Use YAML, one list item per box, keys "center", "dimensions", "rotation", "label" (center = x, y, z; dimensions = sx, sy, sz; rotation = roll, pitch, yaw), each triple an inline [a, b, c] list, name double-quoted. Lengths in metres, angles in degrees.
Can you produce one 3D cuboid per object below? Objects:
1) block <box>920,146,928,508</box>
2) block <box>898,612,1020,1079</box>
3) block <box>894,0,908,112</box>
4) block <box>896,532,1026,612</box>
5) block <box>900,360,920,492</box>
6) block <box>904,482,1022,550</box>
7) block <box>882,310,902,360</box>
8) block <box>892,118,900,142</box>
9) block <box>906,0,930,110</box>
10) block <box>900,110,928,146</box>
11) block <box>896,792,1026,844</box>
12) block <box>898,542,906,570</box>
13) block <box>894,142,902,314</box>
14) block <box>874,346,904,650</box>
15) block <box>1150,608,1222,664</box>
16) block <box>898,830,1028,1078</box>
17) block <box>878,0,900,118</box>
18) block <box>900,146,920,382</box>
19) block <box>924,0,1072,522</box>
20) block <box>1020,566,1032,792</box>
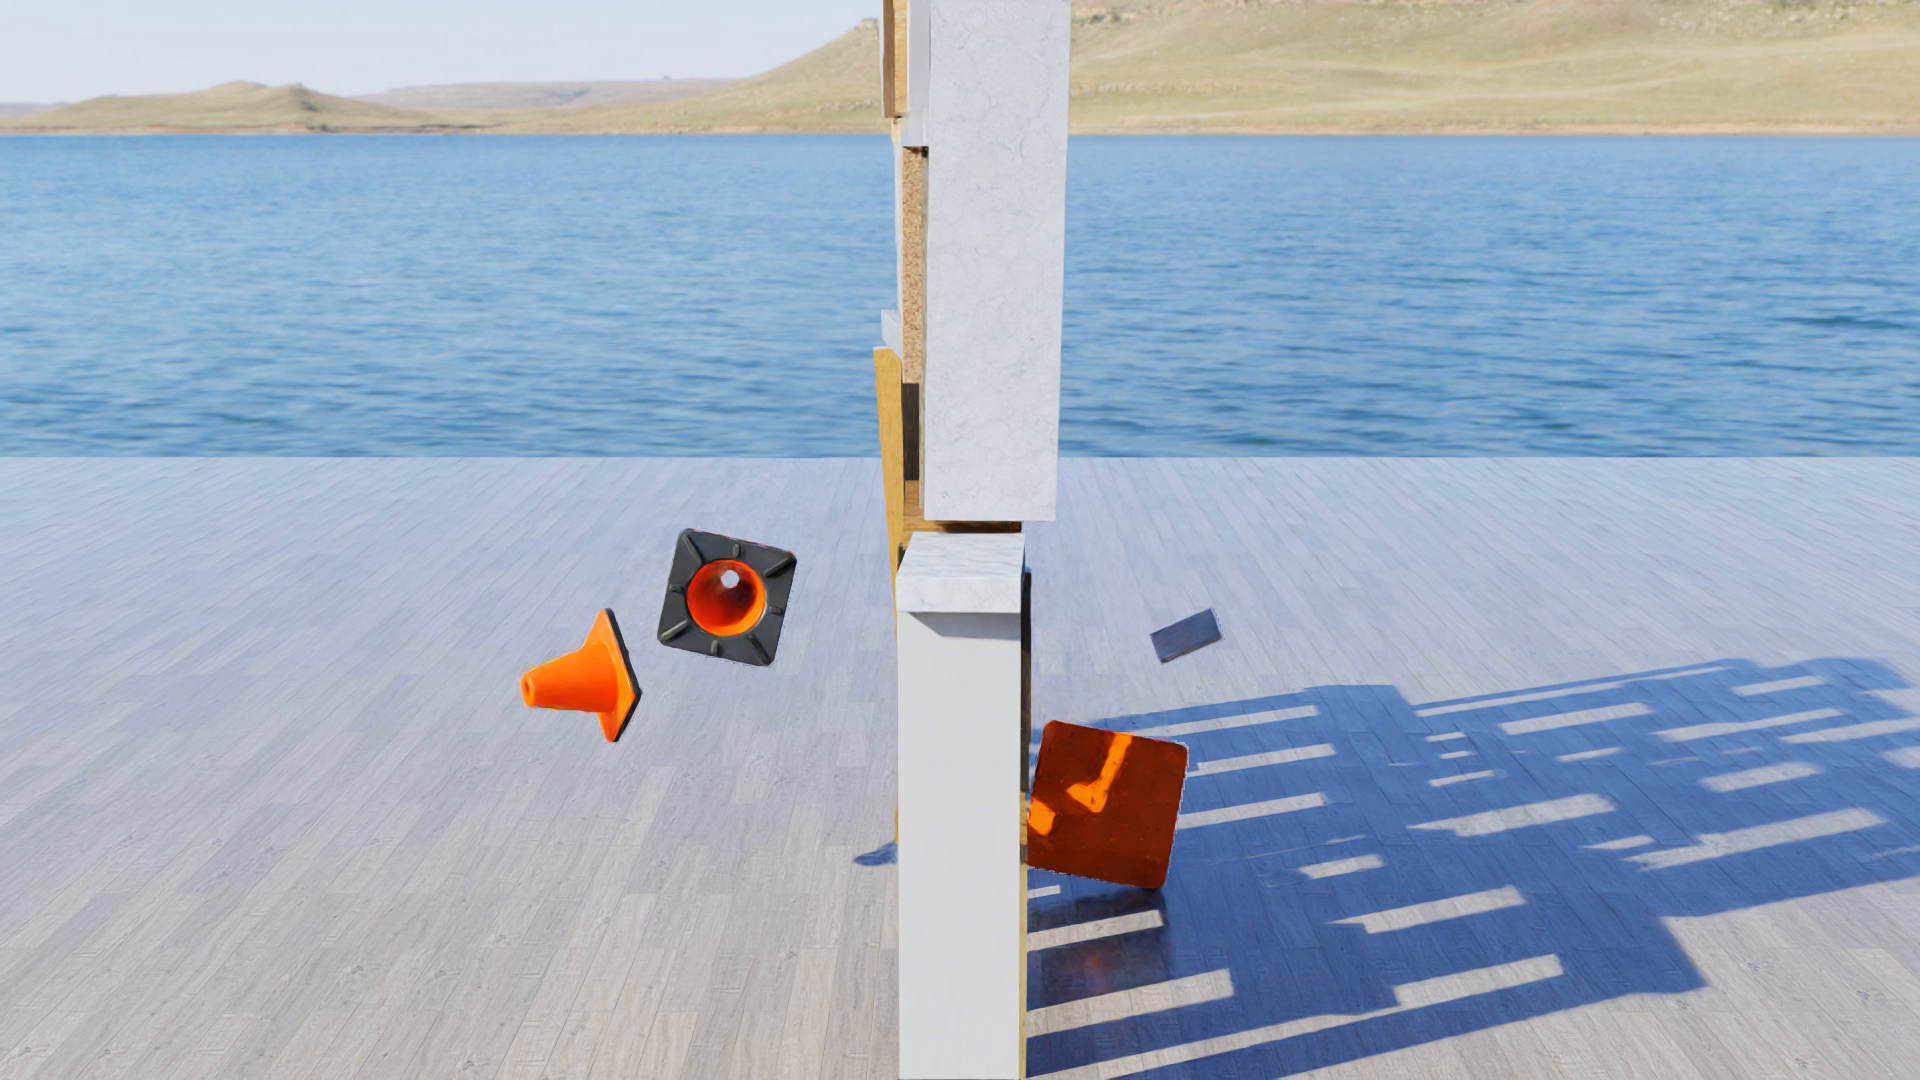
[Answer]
- center: [0.030, -0.285, 2.964]
  dimensions: [0.167, 0.483, 0.047]
  rotation: [0, 10, 0]
  label: "block"
- center: [-0.001, 0.415, 2.737]
  dimensions: [0.149, 0.684, 0.042]
  rotation: [0, 9, 0]
  label: "block"
- center: [-0.007, -0.782, 3.111]
  dimensions: [0.173, 0.346, 0.049]
  rotation: [0, 10, -2]
  label: "block"
- center: [0.005, 0.038, 2.772]
  dimensions: [0.149, 0.042, 0.298]
  rotation: [1, 11, 3]
  label: "block"
- center: [-0.003, -0.110, 3.311]
  dimensions: [0.165, 0.330, 0.047]
  rotation: [-1, 11, -2]
  label: "block"
- center: [0.001, -0.037, 3.076]
  dimensions: [0.157, 0.045, 0.315]
  rotation: [0, 10, -1]
  label: "block"
- center: [-0.023, -0.319, 3.388]
  dimensions: [0.165, 0.047, 0.330]
  rotation: [-3, 12, -7]
  label: "block"
- center: [-0.022, -0.619, 3.316]
  dimensions: [0.132, 0.037, 0.265]
  rotation: [-2, 12, -8]
  label: "block"
- center: [0.016, -0.761, 2.986]
  dimensions: [0.173, 0.346, 0.049]
  rotation: [-1, 15, -6]
  label: "block"
- center: [0.007, -0.564, 3.016]
  dimensions: [0.167, 0.047, 0.335]
  rotation: [-1, 10, -3]
  label: "block"
- center: [0.004, 0.341, 3.019]
  dimensions: [0.169, 0.048, 0.338]
  rotation: [0, 11, 1]
  label: "block"
- center: [-0.004, 0.161, 2.991]
  dimensions: [0.158, 0.315, 0.045]
  rotation: [1, 10, 3]
  label: "block"
- center: [-0.032, -0.486, 3.425]
  dimensions: [0.132, 0.265, 0.037]
  rotation: [-2, 9, -8]
  label: "block"
- center: [-0.032, 0.006, 3.555]
  dimensions: [0.165, 0.647, 0.047]
  rotation: [-4, 11, 0]
  label: "block"
- center: [0.322, 0.137, 3.132]
  dimensions: [0.095, 0.014, 0.048]
  rotation: [-24, 52, 10]
  label: "block"
- center: [0.004, 0.552, 2.942]
  dimensions: [0.169, 0.338, 0.048]
  rotation: [0, 12, 0]
  label: "block"
- center: [-0.034, -0.824, 3.338]
  dimensions: [0.173, 0.356, 0.049]
  rotation: [-2, 12, -8]
  label: "block"
- center: [0.000, -0.396, 3.163]
  dimensions: [0.167, 0.335, 0.047]
  rotation: [-1, 11, -4]
  label: "block"
- center: [0.046, -0.453, 2.791]
  dimensions: [0.173, 0.877, 0.049]
  rotation: [0, 16, -2]
  label: "block"
- center: [0.018, 0.185, 2.910]
  dimensions: [0.149, 0.298, 0.042]
  rotation: [0, 11, -1]
  label: "block"
